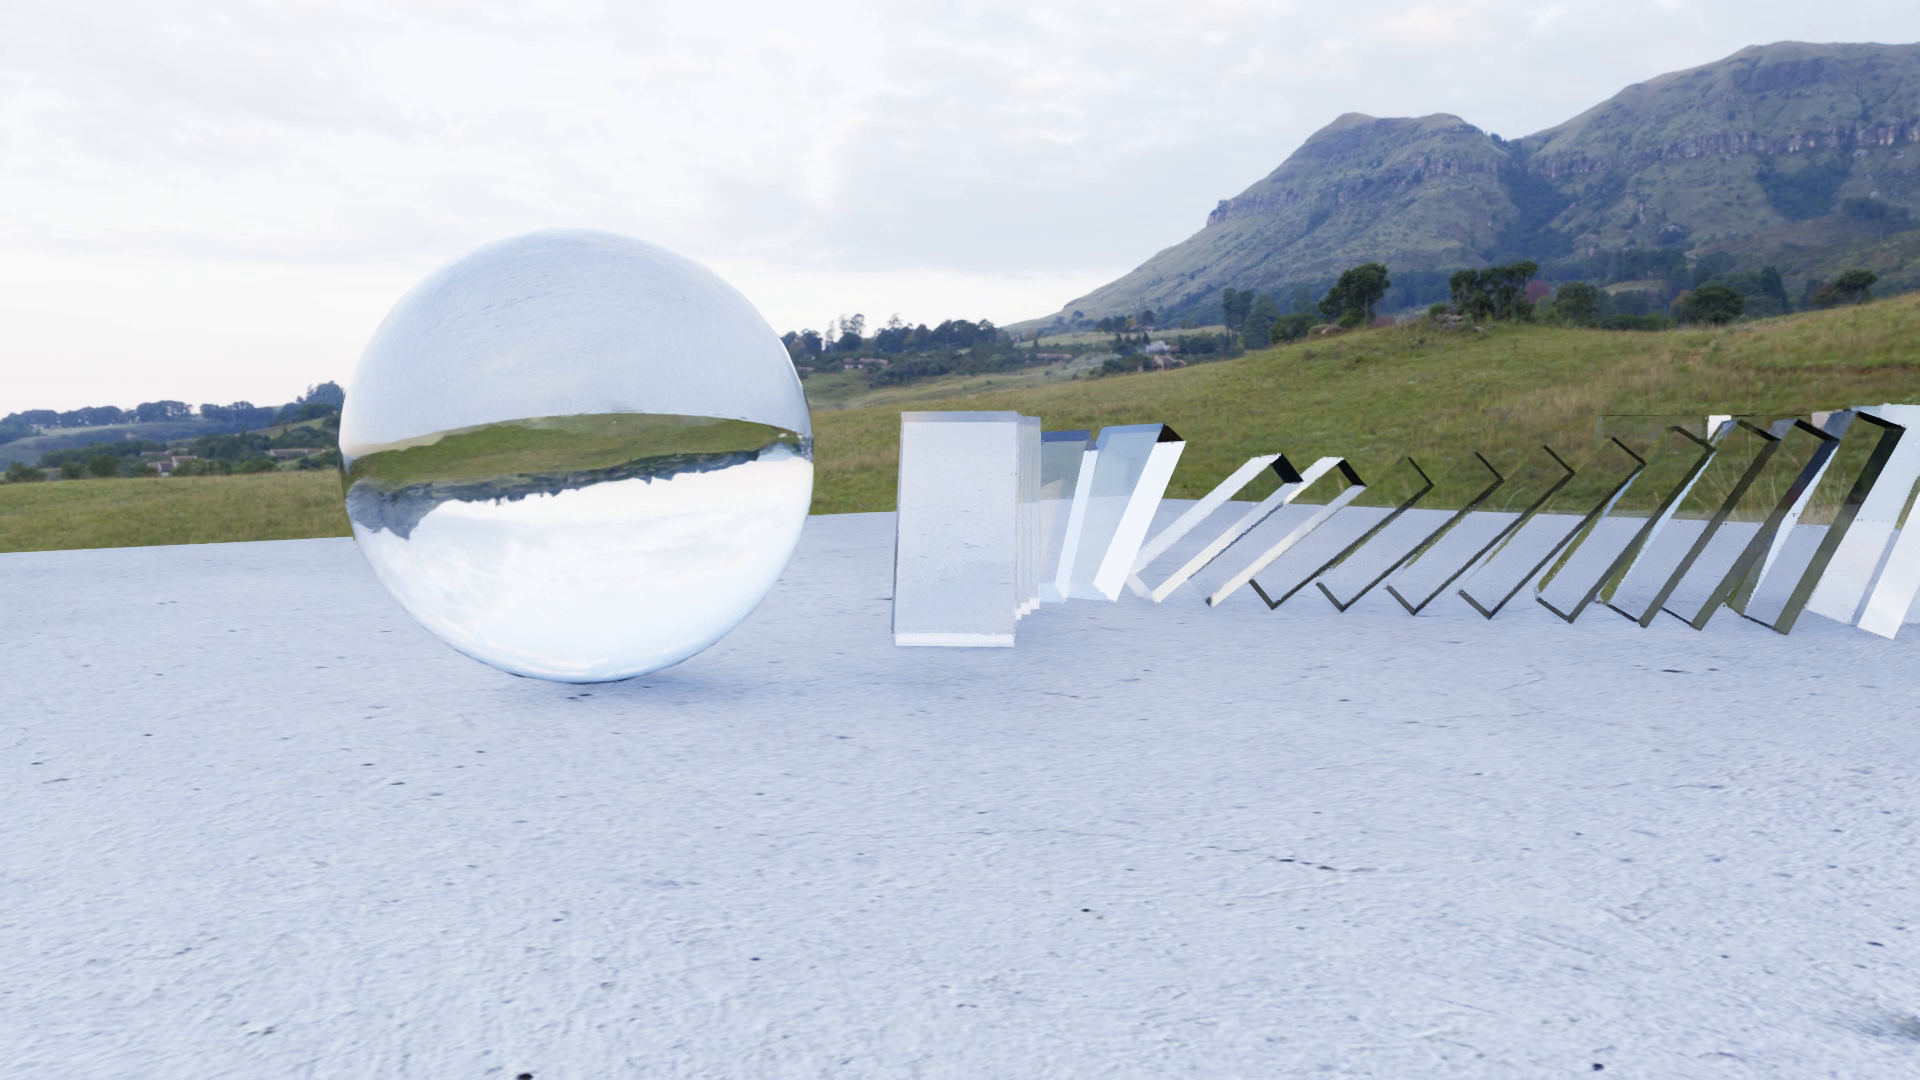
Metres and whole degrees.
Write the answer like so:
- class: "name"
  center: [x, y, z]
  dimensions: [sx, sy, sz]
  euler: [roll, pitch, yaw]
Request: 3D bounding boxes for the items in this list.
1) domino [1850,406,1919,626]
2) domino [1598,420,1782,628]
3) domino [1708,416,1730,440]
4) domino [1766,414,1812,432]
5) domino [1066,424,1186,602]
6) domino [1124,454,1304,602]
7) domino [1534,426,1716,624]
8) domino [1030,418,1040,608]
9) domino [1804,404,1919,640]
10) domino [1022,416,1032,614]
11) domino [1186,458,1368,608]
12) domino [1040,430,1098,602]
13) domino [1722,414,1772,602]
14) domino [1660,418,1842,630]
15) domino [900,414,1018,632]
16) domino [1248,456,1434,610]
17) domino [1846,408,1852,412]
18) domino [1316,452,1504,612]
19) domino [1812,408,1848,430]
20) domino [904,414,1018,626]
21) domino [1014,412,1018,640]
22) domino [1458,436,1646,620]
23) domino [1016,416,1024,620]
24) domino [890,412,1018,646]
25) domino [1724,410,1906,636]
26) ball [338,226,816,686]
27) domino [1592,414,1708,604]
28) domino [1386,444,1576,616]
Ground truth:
- class: "domino"
  center: [0.221, -0.006, 0.300]
  dimensions: [0.010, 0.050, 0.025]
  euler: [10, -2, -42]
- class: "domino"
  center: [0.171, -0.004, 0.302]
  dimensions: [0.010, 0.050, 0.025]
  euler: [33, 16, 17]
- class: "domino"
  center: [0.196, -0.009, 0.354]
  dimensions: [0.009, 0.050, 0.025]
  euler: [-2, 5, -25]
- class: "domino"
  center: [0.226, -0.008, 0.343]
  dimensions: [0.025, 0.050, 0.009]
  euler: [-3, 5, -33]
- class: "domino"
  center: [0.041, -0.008, 0.354]
  dimensions: [0.010, 0.050, 0.025]
  euler: [35, -18, -31]
- class: "domino"
  center: [0.067, -0.003, 0.347]
  dimensions: [0.050, 0.009, 0.025]
  euler: [-39, 4, -3]
- class: "domino"
  center: [0.158, -0.004, 0.308]
  dimensions: [0.009, 0.050, 0.025]
  euler: [38, 17, 16]
- class: "domino"
  center: [0.008, -0.007, 0.336]
  dimensions: [0.025, 0.050, 0.009]
  euler: [0, -20, 4]
- class: "domino"
  center: [0.208, -0.005, 0.288]
  dimensions: [0.009, 0.050, 0.025]
  euler: [19, 10, 6]
- class: "domino"
  center: [0.006, -0.007, 0.326]
  dimensions: [0.025, 0.050, 0.010]
  euler: [0, -20, 4]
- class: "domino"
  center: [0.082, -0.002, 0.341]
  dimensions: [0.050, 0.010, 0.025]
  euler: [-39, 1, 6]
- class: "domino"
  center: [0.021, -0.007, 0.353]
  dimensions: [0.025, 0.050, 0.010]
  euler: [0, -33, 25]
- class: "domino"
  center: [0.213, -0.009, 0.355]
  dimensions: [0.009, 0.050, 0.025]
  euler: [1, 4, 13]
- class: "domino"
  center: [0.181, -0.004, 0.298]
  dimensions: [0.009, 0.050, 0.025]
  euler: [33, 16, 17]
- class: "domino"
  center: [0.000, -0.004, 0.295]
  dimensions: [0.025, 0.050, 0.009]
  euler: [0, -20, 4]
- class: "domino"
  center: [0.099, -0.002, 0.334]
  dimensions: [0.050, 0.010, 0.025]
  euler: [-40, -7, 14]
- class: "domino"
  center: [0.229, -0.006, 0.312]
  dimensions: [0.025, 0.050, 0.009]
  euler: [4, 1, 31]
- class: "domino"
  center: [0.114, -0.002, 0.328]
  dimensions: [0.050, 0.010, 0.025]
  euler: [-43, -9, 16]
- class: "domino"
  center: [0.233, -0.008, 0.329]
  dimensions: [0.025, 0.050, 0.009]
  euler: [1, -1, -9]
- class: "domino"
  center: [0.001, -0.005, 0.305]
  dimensions: [0.025, 0.050, 0.010]
  euler: [0, -20, 4]
- class: "domino"
  center: [0.000, -0.004, 0.284]
  dimensions: [0.025, 0.050, 0.010]
  euler: [0, -20, 4]
- class: "domino"
  center: [0.144, -0.003, 0.315]
  dimensions: [0.009, 0.050, 0.025]
  euler: [44, 19, 14]
- class: "domino"
  center: [0.003, -0.006, 0.315]
  dimensions: [0.025, 0.050, 0.009]
  euler: [0, -20, 4]
- class: "domino"
  center: [-0.001, -0.003, 0.274]
  dimensions: [0.025, 0.050, 0.009]
  euler: [0, -20, 4]
- class: "domino"
  center: [0.193, -0.004, 0.292]
  dimensions: [0.009, 0.050, 0.025]
  euler: [27, 14, 19]
- class: "ball"
  center: [-0.066, -0.015, 0.227]
  dimensions: [0.080, 0.080, 0.080]
  euler: [0, 4, 0]
- class: "domino"
  center: [0.183, -0.008, 0.342]
  dimensions: [0.025, 0.050, 0.009]
  euler: [1, 5, 16]
- class: "domino"
  center: [0.130, -0.003, 0.322]
  dimensions: [0.010, 0.050, 0.025]
  euler: [47, 18, 11]
